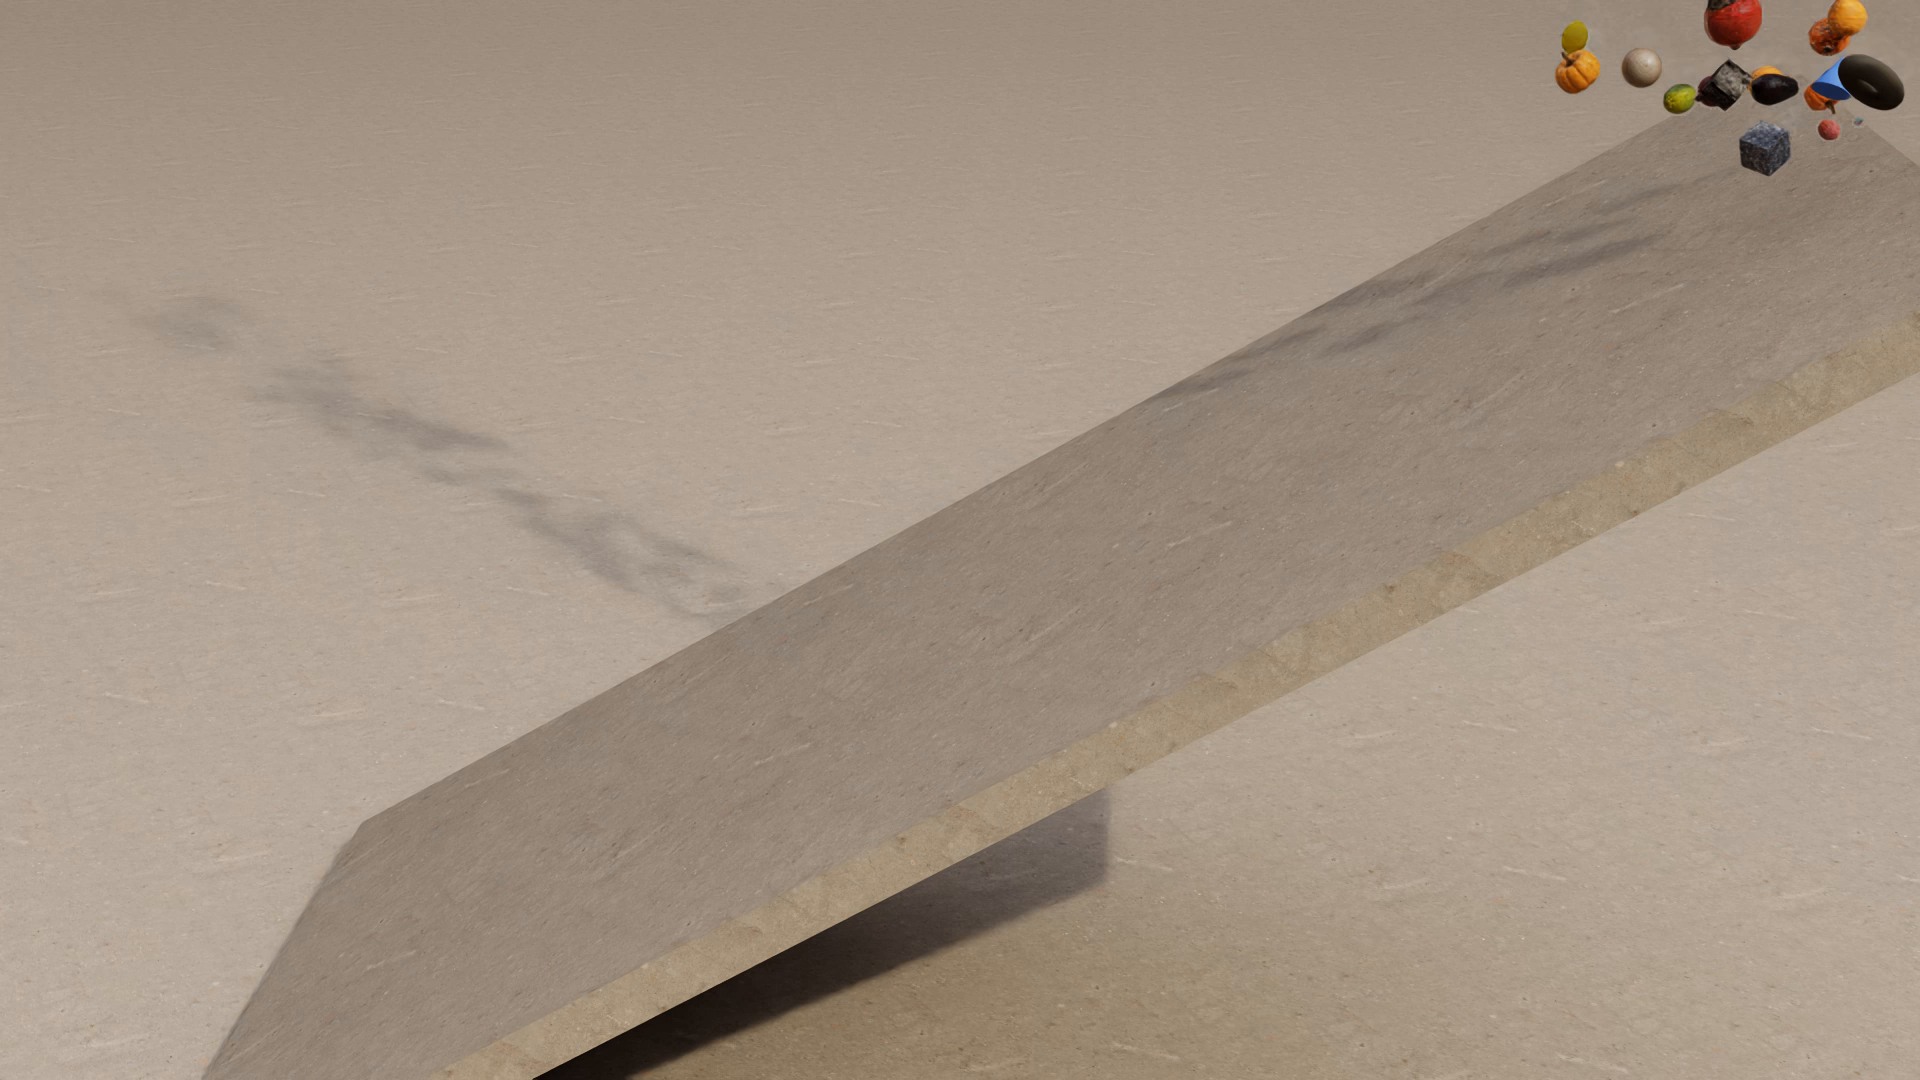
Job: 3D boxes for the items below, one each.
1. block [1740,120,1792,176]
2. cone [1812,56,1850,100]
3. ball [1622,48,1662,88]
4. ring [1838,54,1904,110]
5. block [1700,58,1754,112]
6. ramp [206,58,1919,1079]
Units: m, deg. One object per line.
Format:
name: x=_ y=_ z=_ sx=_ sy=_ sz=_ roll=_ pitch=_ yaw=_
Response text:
block: x=1.580 y=-0.768 z=5.773 sx=0.067 sy=0.067 sz=0.067 roll=-39 pitch=46 yaw=-20
cone: x=1.722 y=-0.916 z=5.773 sx=0.077 sy=0.077 sz=0.077 roll=22 pitch=-7 yaw=3
ball: x=1.322 y=-0.916 z=5.702 sx=0.078 sy=0.078 sz=0.078 roll=0 pitch=19 yaw=0
ring: x=1.712 y=-0.860 z=5.526 sx=0.135 sy=0.045 sz=0.135 roll=38 pitch=-6 yaw=5
block: x=1.459 y=-0.865 z=5.595 sx=0.060 sy=0.060 sz=0.060 roll=38 pitch=-12 yaw=1
ramp: x=0.142 y=0.168 z=6.285 sx=4.000 sy=0.100 sz=2.000 roll=-28 pitch=15 yaw=12
